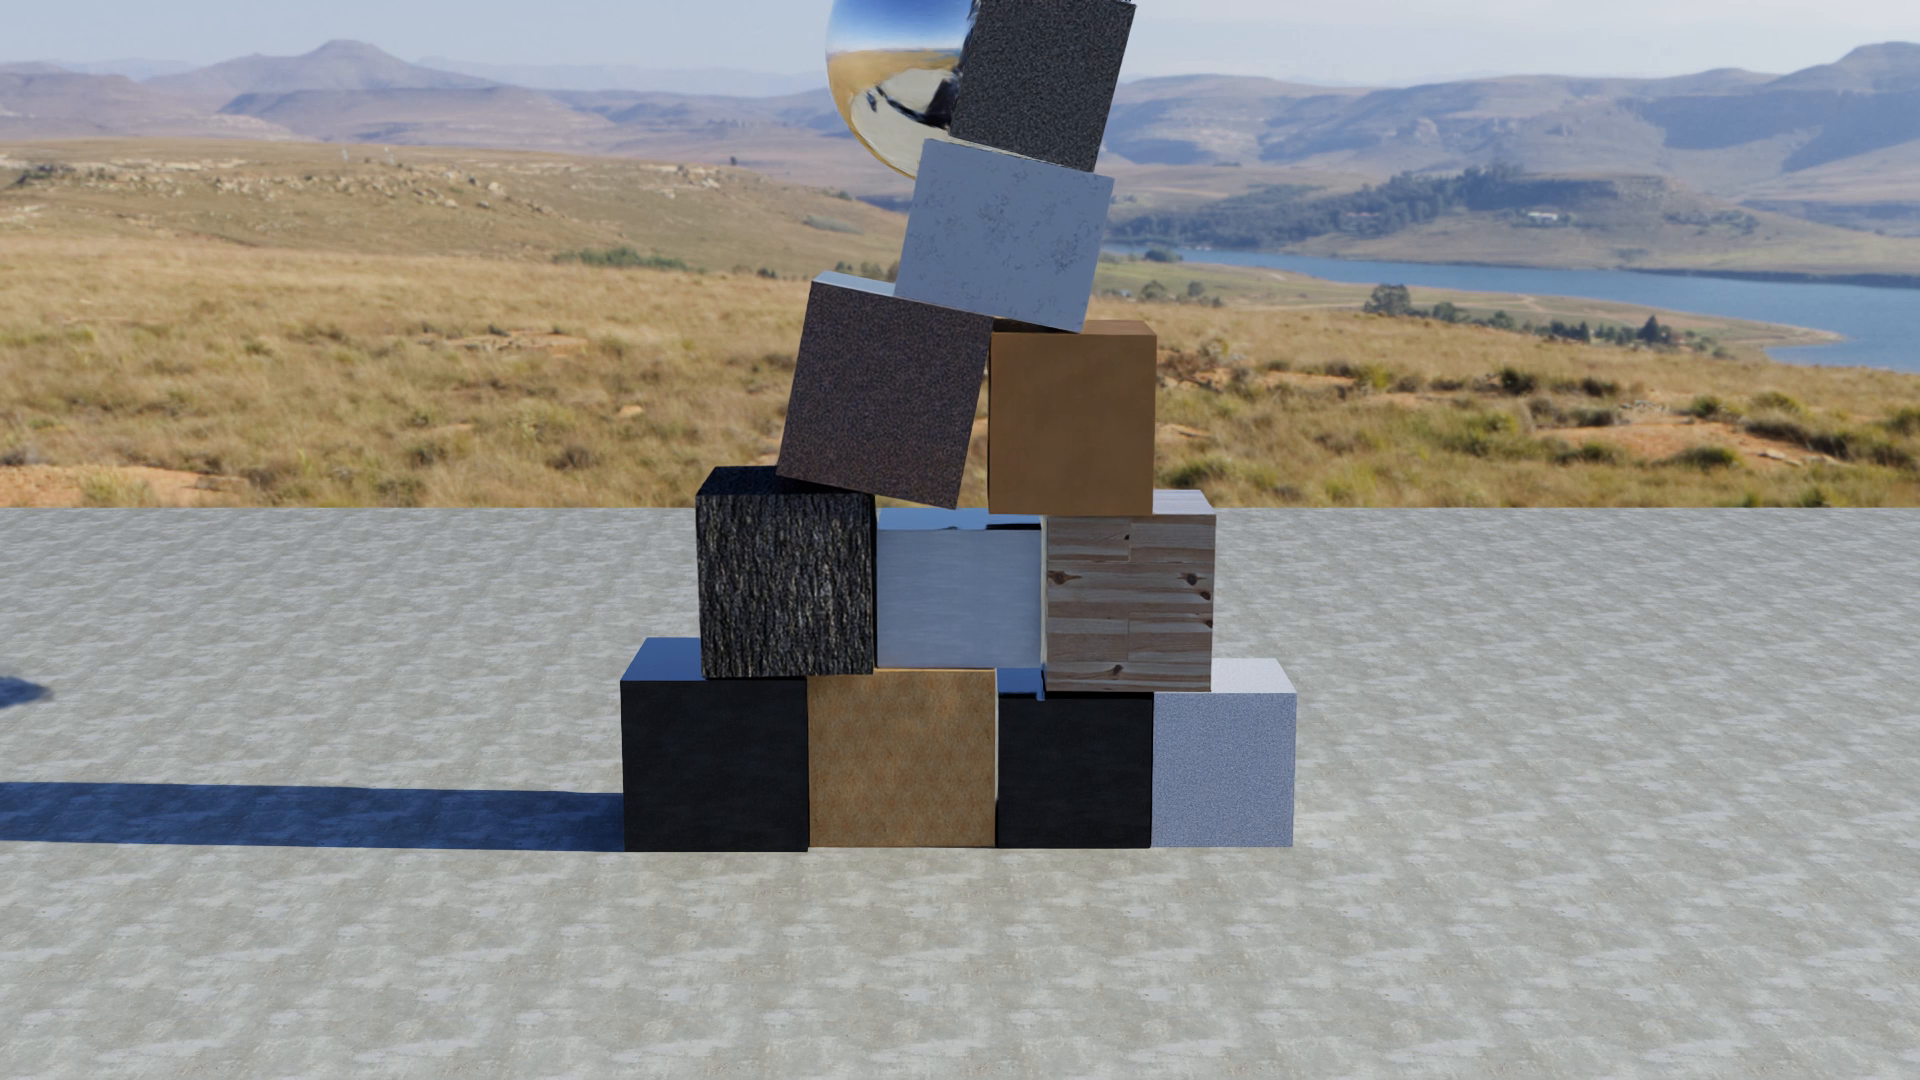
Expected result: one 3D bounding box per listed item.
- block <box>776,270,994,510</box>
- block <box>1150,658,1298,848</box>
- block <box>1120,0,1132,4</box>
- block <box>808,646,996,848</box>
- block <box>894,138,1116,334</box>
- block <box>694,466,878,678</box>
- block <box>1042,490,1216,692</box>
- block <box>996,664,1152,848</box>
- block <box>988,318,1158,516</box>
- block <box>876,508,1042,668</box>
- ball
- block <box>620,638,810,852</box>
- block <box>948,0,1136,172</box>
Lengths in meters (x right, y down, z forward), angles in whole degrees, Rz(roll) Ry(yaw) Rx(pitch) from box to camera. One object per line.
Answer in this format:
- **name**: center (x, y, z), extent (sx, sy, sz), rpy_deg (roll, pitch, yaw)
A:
- **block**: center (-0.363, -0.773, 11.035), extent (0.887, 0.950, 0.988), rpy_deg (11, 10, -2)
- **block**: center (1.319, 1.087, 11.357), extent (0.711, 0.799, 0.740), rpy_deg (0, 10, 0)
- **block**: center (0.578, -3.016, 10.637), extent (0.658, 0.730, 0.687), rpy_deg (14, 10, -2)
- **block**: center (-0.291, 1.025, 11.384), extent (0.931, 0.911, 0.820), rpy_deg (0, 10, 0)
- **block**: center (0.210, -1.525, 10.916), extent (0.925, 0.754, 0.827), rpy_deg (12, 10, -2)
- **block**: center (-0.859, 0.137, 11.203), extent (0.842, 0.903, 0.977), rpy_deg (-1, 10, 0)
- **block**: center (0.843, 0.243, 11.226), extent (0.818, 0.898, 0.763), rpy_deg (1, 10, 0)
- **block**: center (0.572, 1.102, 11.364), extent (0.762, 0.765, 0.802), rpy_deg (0, 10, 0)
- **block**: center (0.545, -0.631, 11.043), extent (0.796, 0.880, 0.859), rpy_deg (1, 10, 0)
- **block**: center (-0.003, 0.234, 11.233), extent (0.815, 0.700, 0.678), rpy_deg (0, 10, 0)
- **ball**: center (0.000, -2.887, 12.988), extent (1.600, 1.600, 1.600), rpy_deg (0, 10, 0)
- **block**: center (-1.218, 1.040, 11.377), extent (0.914, 0.883, 0.956), rpy_deg (0, 10, 0)
- **block**: center (0.388, -2.284, 10.759), extent (0.712, 0.798, 0.765), rpy_deg (14, 10, -2)
